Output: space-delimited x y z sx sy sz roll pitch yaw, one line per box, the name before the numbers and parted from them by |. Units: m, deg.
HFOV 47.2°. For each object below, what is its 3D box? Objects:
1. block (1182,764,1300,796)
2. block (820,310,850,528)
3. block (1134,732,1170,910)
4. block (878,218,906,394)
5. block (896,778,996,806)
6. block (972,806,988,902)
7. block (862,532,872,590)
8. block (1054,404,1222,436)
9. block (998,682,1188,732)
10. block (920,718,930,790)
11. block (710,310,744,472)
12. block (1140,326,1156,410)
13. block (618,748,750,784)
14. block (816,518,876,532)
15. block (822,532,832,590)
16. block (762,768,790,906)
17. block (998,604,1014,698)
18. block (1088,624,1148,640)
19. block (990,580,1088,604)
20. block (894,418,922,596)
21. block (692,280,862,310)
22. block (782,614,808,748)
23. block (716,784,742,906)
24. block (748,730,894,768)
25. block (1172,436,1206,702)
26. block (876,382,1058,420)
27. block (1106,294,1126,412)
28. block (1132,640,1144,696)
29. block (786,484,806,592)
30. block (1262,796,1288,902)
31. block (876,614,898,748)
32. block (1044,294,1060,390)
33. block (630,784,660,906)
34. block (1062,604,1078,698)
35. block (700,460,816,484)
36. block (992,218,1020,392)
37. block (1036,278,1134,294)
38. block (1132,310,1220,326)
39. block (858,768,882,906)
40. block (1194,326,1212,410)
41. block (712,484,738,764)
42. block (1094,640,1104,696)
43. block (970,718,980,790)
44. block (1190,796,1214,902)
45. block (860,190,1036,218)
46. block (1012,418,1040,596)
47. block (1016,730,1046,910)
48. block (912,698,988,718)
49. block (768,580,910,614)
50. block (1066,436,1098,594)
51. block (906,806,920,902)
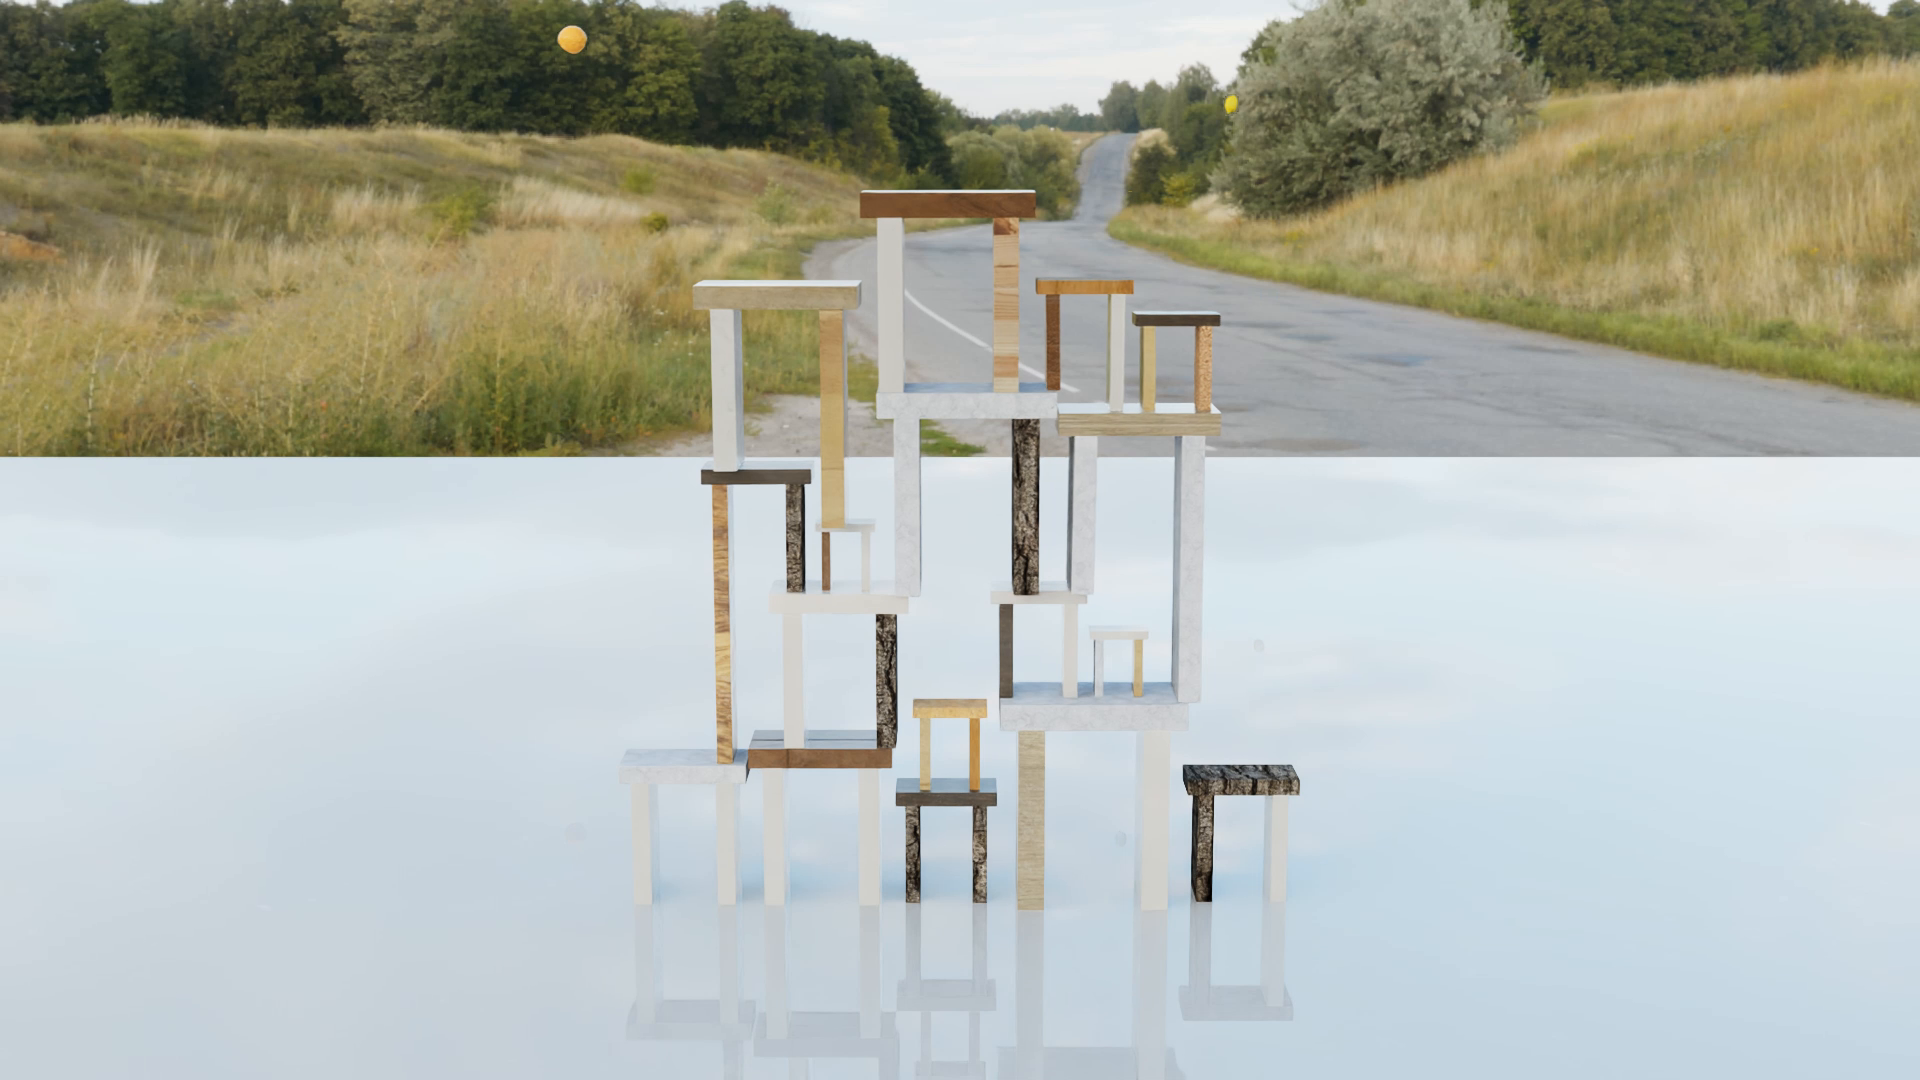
block | 0.464 0.397 3.638 0.183 0.026 0.091 0 11 0
block | -0.201 -0.200 3.516 0.036 0.346 0.128 0 11 0
block | 0.317 0.442 3.638 0.043 0.302 0.151 0 11 0
block | -0.108 -0.377 3.490 0.039 0.272 0.136 0 11 0
block | -0.023 0.416 3.633 0.166 0.023 0.083 0 11 0
block | 0.033 0.509 3.650 0.023 0.166 0.083 0 11 0
block | -0.152 0.030 3.563 0.014 0.096 0.048 0 11 0
block | 0.282 -0.193 3.519 0.255 0.036 0.127 0 11 -1
block | 0.216 0.272 3.606 0.302 0.043 0.151 0 11 0
block | -0.057 0.344 3.623 0.017 0.122 0.061 0 11 0
block | -0.371 -0.246 3.511 0.036 0.256 0.128 0 11 0
block | 0.299 -0.277 3.506 0.019 0.133 0.067 -1 11 -1
block | -0.452 0.373 3.625 0.207 0.029 0.103 0 11 0
block | -0.184 -0.024 3.552 0.096 0.014 0.048 0 11 0
block | -0.216 0.029 3.564 0.014 0.096 0.048 0 11 0
block | -0.305 0.475 3.649 0.033 0.233 0.117 0 11 0
block | 0.075 0.173 3.596 0.022 0.157 0.078 0 11 0
block | 0.258 0.150 3.585 0.095 0.014 0.048 0 11 0
block | 0.127 0.085 3.579 0.157 0.022 0.078 0 11 0
block | -0.084 -0.063 3.548 0.040 0.286 0.142 0 11 0
block | -0.287 -0.389 3.482 0.256 0.036 0.128 0 11 1
block | -0.269 0.218 3.601 0.032 0.224 0.112 0 11 0
block | -0.383 0.489 3.647 0.029 0.207 0.103 0 11 0
block | -0.227 0.344 3.625 0.233 0.033 0.117 0 11 0
block | 0.369 0.038 3.564 0.036 0.433 0.127 0 11 0
block | 0.010 -0.223 3.517 0.284 0.040 0.142 0 11 0
block | 0.247 -0.301 3.500 0.021 0.184 0.076 0 11 -1
block | 0.290 0.204 3.595 0.014 0.095 0.048 0 11 0
block | -0.266 -0.010 3.559 0.025 0.175 0.088 0 11 0
block | 0.525 0.499 3.657 0.026 0.183 0.091 0 11 0
block | -0.120 0.218 3.602 0.032 0.224 0.112 0 11 0
block | 0.146 -0.318 3.500 0.021 0.151 0.076 -1 11 0
block | -0.521 0.489 3.647 0.029 0.207 0.103 0 11 0
block | 0.179 0.173 3.597 0.022 0.157 0.078 0 11 0
block | -0.324 -0.109 3.540 0.176 0.025 0.088 0 11 0
block | 0.072 -0.377 3.492 0.039 0.272 0.136 0 11 0
block | 0.197 -0.403 3.482 0.151 0.021 0.076 0 11 0
block | 0.343 -0.352 3.493 0.133 0.019 0.067 0 11 -1
block | -0.149 0.475 3.649 0.033 0.233 0.117 0 11 0
block | 0.388 -0.277 3.507 0.019 0.133 0.067 -1 11 -1
block | -0.383 0.131 3.585 0.025 0.461 0.088 0 11 0
block | 0.226 0.204 3.595 0.014 0.095 0.048 0 11 0
block | 0.024 0.344 3.623 0.017 0.122 0.061 0 11 0
block | 0.403 0.499 3.657 0.026 0.183 0.091 0 11 0
block | -0.018 -0.529 3.461 0.272 0.039 0.136 0 11 0
block | 0.105 -0.064 3.547 0.040 0.283 0.142 0 11 0
block | 0.116 0.442 3.638 0.043 0.302 0.151 0 10 0
block | -0.016 0.276 3.611 0.122 0.017 0.061 0 11 0
block | -0.194 0.092 3.578 0.224 0.032 0.112 0 11 0
block | 0.195 -0.050 3.545 0.036 0.255 0.127 0 11 -2
block | -0.078 0.509 3.650 0.023 0.166 0.083 0 11 0
